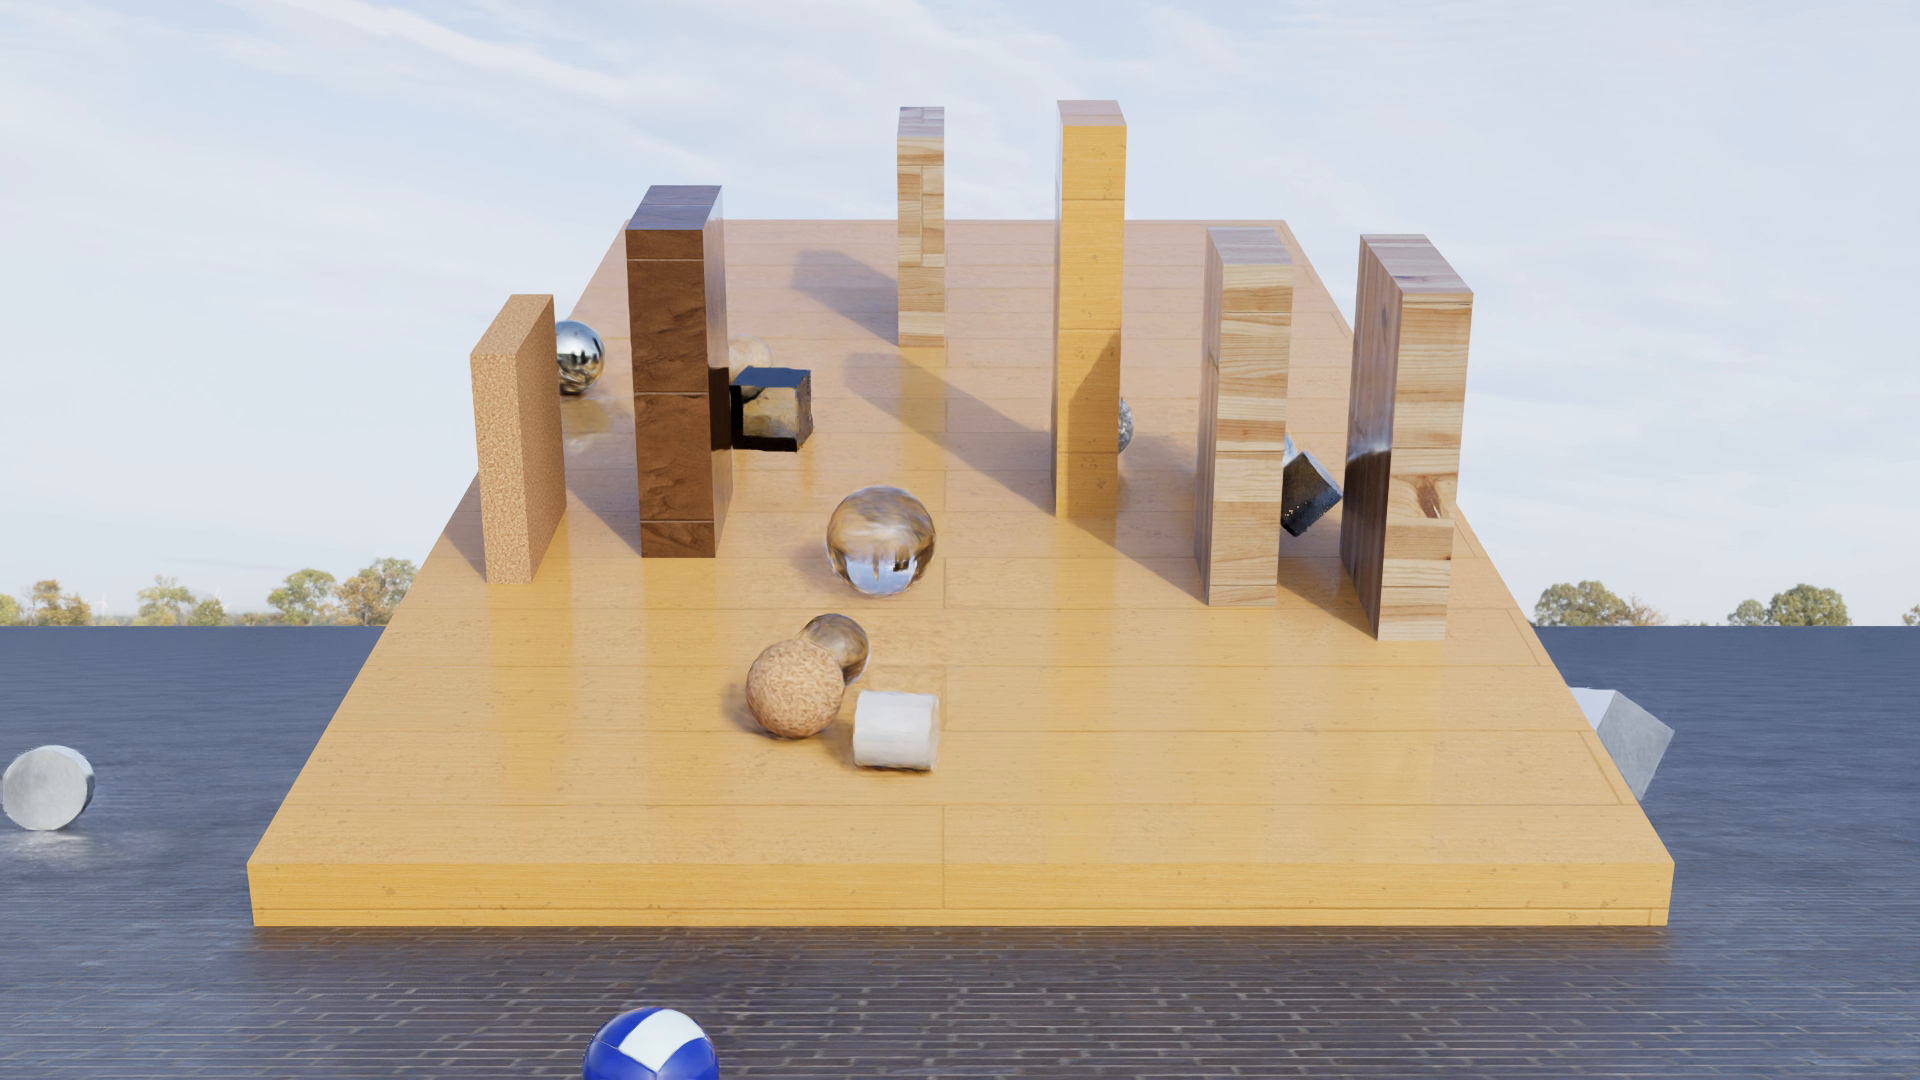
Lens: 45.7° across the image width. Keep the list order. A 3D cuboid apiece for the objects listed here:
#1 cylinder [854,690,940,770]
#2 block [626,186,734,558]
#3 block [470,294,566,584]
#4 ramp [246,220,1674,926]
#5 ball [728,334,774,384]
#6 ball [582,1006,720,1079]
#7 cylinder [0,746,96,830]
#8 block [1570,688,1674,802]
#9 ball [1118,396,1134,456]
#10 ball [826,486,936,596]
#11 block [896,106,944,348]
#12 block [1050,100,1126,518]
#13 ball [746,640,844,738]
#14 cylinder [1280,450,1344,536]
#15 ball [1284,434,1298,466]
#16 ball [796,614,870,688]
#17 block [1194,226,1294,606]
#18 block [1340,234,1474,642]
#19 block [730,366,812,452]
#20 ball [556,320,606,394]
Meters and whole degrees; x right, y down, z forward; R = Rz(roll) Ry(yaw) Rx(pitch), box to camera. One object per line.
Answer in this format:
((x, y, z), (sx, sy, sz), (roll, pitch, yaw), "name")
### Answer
((-0.095, 0.287, 3.448), (0.114, 0.114, 0.114), (3, -2, 7), "cylinder")
((-0.529, -0.327, 4.351), (0.138, 0.628, 0.373), (0, 21, 0), "block")
((-0.824, -0.197, 4.281), (0.080, 0.435, 0.415), (0, 21, 0), "block")
((-0.006, -0.214, 5.079), (2.000, 0.100, 4.000), (0, 21, 0), "ramp")
((-0.495, -0.402, 5.231), (0.141, 0.141, 0.141), (0, -2, 0), "ball")
((-0.255, 0.443, 1.886), (0.113, 0.113, 0.113), (0, -2, 0), "ball")
((-1.903, 0.516, 4.761), (0.167, 0.167, 0.167), (1, -2, -15), "cylinder")
((1.551, 0.492, 5.496), (0.194, 0.194, 0.194), (33, -13, -16), "block")
((0.285, -0.242, 4.789), (0.160, 0.160, 0.160), (0, -2, 0), "ball")
((-0.142, 0.001, 4.094), (0.200, 0.200, 0.200), (0, -2, 0), "ball")
((-0.095, -0.790, 5.717), (0.113, 0.520, 0.406), (0, 21, 0), "block")
((0.248, -0.452, 4.479), (0.119, 0.775, 0.269), (0, 21, 0), "block")
((-0.257, 0.232, 3.556), (0.154, 0.154, 0.154), (0, -2, 0), "ball")
((0.643, -0.088, 4.308), (0.117, 0.117, 0.117), (-42, -15, 15), "cylinder")
((0.572, -0.149, 4.503), (0.191, 0.191, 0.191), (0, -2, 0), "ball")
((-0.208, 0.182, 3.726), (0.125, 0.125, 0.125), (0, -2, 0), "ball")
((0.503, -0.223, 4.088), (0.119, 0.625, 0.282), (0, 21, 0), "block")
((0.776, -0.188, 4.010), (0.115, 0.616, 0.415), (0, 21, 0), "block")
((-0.406, -0.283, 4.917), (0.143, 0.143, 0.143), (4, 21, 9), "block")
((-0.899, -0.422, 5.241), (0.169, 0.169, 0.169), (0, -2, 0), "ball")
